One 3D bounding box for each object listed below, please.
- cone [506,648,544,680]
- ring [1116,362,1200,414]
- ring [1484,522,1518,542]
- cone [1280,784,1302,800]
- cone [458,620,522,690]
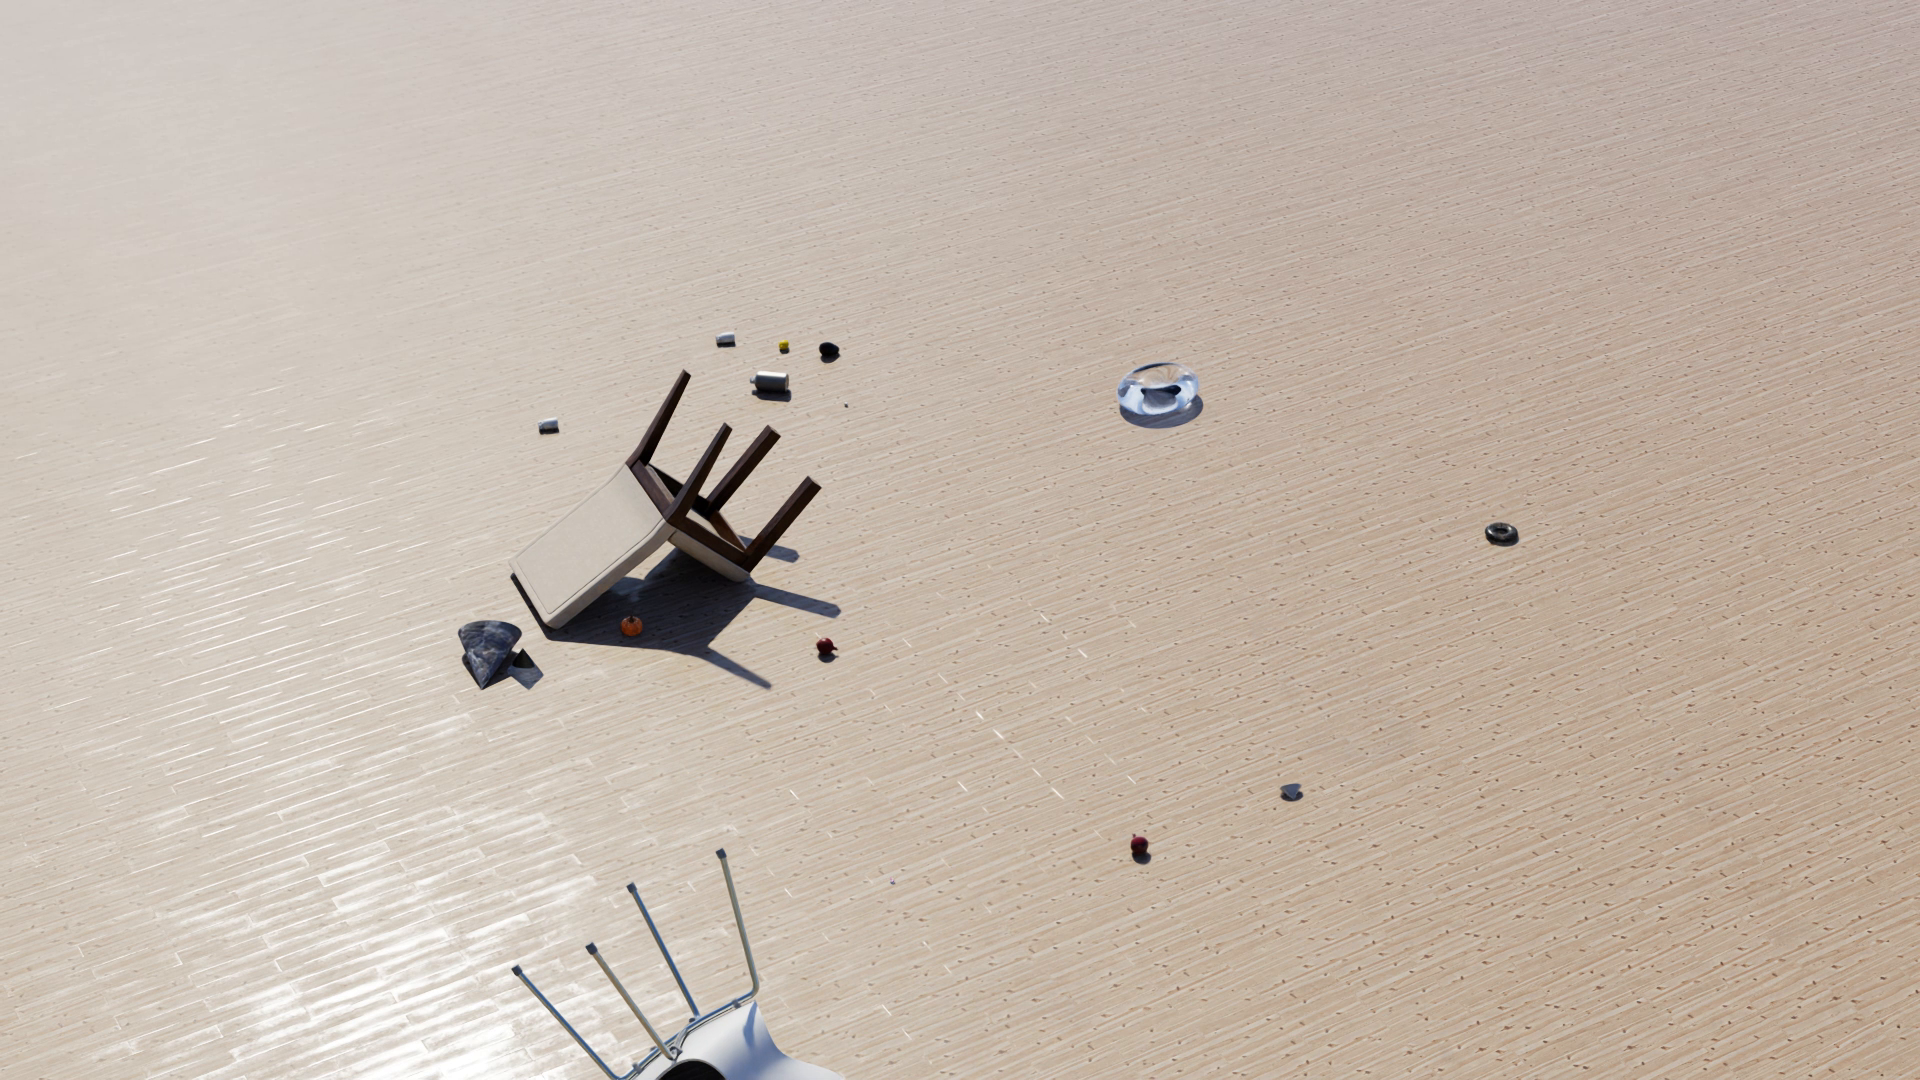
[{"bbox_3d":[-1.518,0.419,10.209,0.137,0.110,0.077,10,35,14],"label":"cone"},{"bbox_3d":[0.795,-0.609,11.766,0.357,0.114,0.266,-18,39,-24],"label":"ring"},{"bbox_3d":[2.025,-0.028,10.962,0.125,0.028,0.121,-4,34,-7],"label":"ring"},{"bbox_3d":[1.094,0.834,9.659,0.079,0.047,0.047,-4,60,-14],"label":"cone"},{"bbox_3d":[-1.655,0.425,10.233,0.228,0.151,0.251,-3,50,5],"label":"cone"}]
